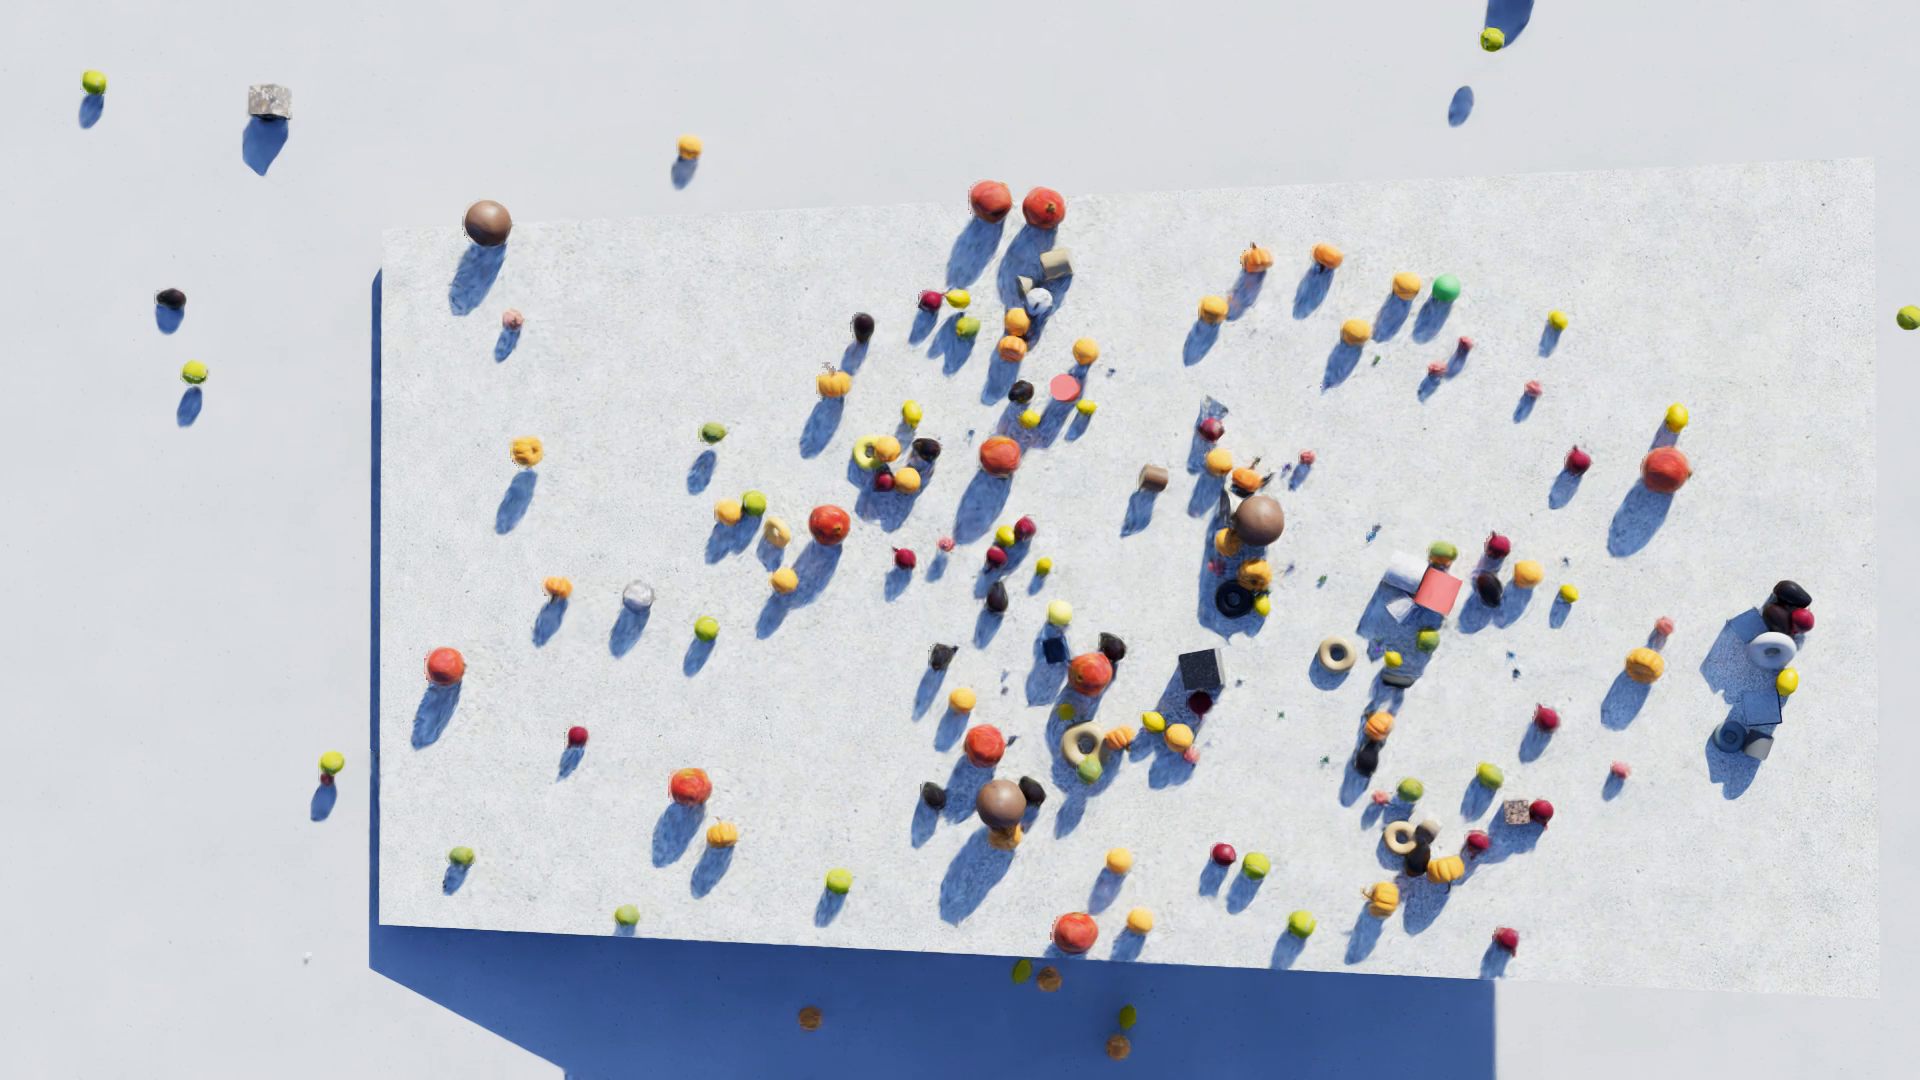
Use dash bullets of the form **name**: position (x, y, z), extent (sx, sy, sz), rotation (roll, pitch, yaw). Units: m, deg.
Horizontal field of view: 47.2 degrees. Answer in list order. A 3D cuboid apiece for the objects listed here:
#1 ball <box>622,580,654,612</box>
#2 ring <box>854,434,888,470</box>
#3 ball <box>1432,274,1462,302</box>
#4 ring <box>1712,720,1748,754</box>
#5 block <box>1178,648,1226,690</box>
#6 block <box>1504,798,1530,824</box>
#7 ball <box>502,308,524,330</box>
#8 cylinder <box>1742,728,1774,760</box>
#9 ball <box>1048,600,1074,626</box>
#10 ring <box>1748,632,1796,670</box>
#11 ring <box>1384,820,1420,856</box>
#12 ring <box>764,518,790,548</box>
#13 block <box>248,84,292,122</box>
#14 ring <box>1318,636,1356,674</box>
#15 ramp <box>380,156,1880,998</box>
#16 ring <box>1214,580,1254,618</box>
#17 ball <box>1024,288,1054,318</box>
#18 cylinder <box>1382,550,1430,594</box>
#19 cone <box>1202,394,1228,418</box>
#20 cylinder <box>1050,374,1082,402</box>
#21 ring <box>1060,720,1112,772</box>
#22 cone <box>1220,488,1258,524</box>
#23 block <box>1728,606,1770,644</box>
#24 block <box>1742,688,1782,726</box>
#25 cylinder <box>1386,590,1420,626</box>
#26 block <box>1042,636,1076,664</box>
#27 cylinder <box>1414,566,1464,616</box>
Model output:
- **ball**: position (-0.886, 0.156, 6.055), extent (0.089, 0.089, 0.089), rotation (0, 89, 0)
- **ring**: position (-0.240, -0.235, 5.905), extent (0.098, 0.033, 0.098), rotation (0, 91, 14)
- **ball**: position (1.211, -0.627, 5.474), extent (0.070, 0.070, 0.070), rotation (0, 89, 0)
- **ring**: position (1.855, 0.474, 5.296), extent (0.080, 0.027, 0.080), rotation (0, 90, 17)
- **block**: position (0.620, 0.329, 5.618), extent (0.093, 0.093, 0.093), rotation (-11, 86, 16)
- **block**: position (1.372, 0.667, 5.415), extent (0.058, 0.058, 0.058), rotation (-6, 88, 16)
- **ball**: position (-1.259, -0.621, 6.188), extent (0.061, 0.061, 0.061), rotation (0, 89, 0)
- **cylinder**: position (1.910, 0.490, 5.262), extent (0.059, 0.059, 0.059), rotation (19, 95, 0)
- **ball**: position (0.261, 0.191, 5.736), extent (0.067, 0.067, 0.067), rotation (0, 89, 0)
- **ring**: position (1.938, 0.264, 5.247), extent (0.109, 0.036, 0.109), rotation (7, 132, 8)
- **ring**: position (1.105, 0.747, 5.505), extent (0.089, 0.030, 0.089), rotation (0, 91, 16)
- **ring**: position (-0.497, -0.021, 5.961), extent (0.029, 0.088, 0.088), rotation (-31, 89, -44)
- **block**: position (-2.002, -1.270, 6.387), extent (0.084, 0.084, 0.084), rotation (0, 88, 22)
- **ring**: position (0.952, 0.290, 5.554), extent (0.099, 0.033, 0.099), rotation (1, 93, 17)
- **ramp**: position (0.269, 0.096, 5.822), extent (4.000, 0.100, 2.000), rotation (0, 89, 16)
- **ring**: position (0.702, 0.150, 5.628), extent (0.101, 0.034, 0.101), rotation (-1, 88, 17)
- **ball**: position (0.206, -0.622, 5.756), extent (0.076, 0.076, 0.076), rotation (0, 89, 0)
- **cylinder**: position (1.113, 0.080, 5.482), extent (0.088, 0.088, 0.088), rotation (23, 89, 15)
- **cone**: position (0.663, -0.338, 5.648), extent (0.066, 0.066, 0.066), rotation (9, 89, -11)
- **cylinder**: position (0.276, -0.396, 5.740), extent (0.069, 0.069, 0.069), rotation (0, 89, 16)
- **ring**: position (0.328, 0.537, 5.724), extent (0.134, 0.045, 0.134), rotation (0, 90, 15)
- **cone**: position (0.721, -0.091, 5.622), extent (0.091, 0.091, 0.091), rotation (-6, 89, -11)
- **block**: position (1.889, 0.203, 5.268), extent (0.067, 0.067, 0.067), rotation (-31, 81, 13)
- **block**: position (1.915, 0.400, 5.252), extent (0.078, 0.078, 0.078), rotation (-7, 87, 16)
- **cylinder**: position (1.108, 0.169, 5.496), extent (0.062, 0.062, 0.062), rotation (-39, 89, 12)
- **block**: position (0.259, 0.287, 5.737), extent (0.064, 0.064, 0.064), rotation (-14, 85, 16)
- **cylinder**: position (1.188, 0.127, 5.458), extent (0.093, 0.093, 0.093), rotation (22, 95, 0)
